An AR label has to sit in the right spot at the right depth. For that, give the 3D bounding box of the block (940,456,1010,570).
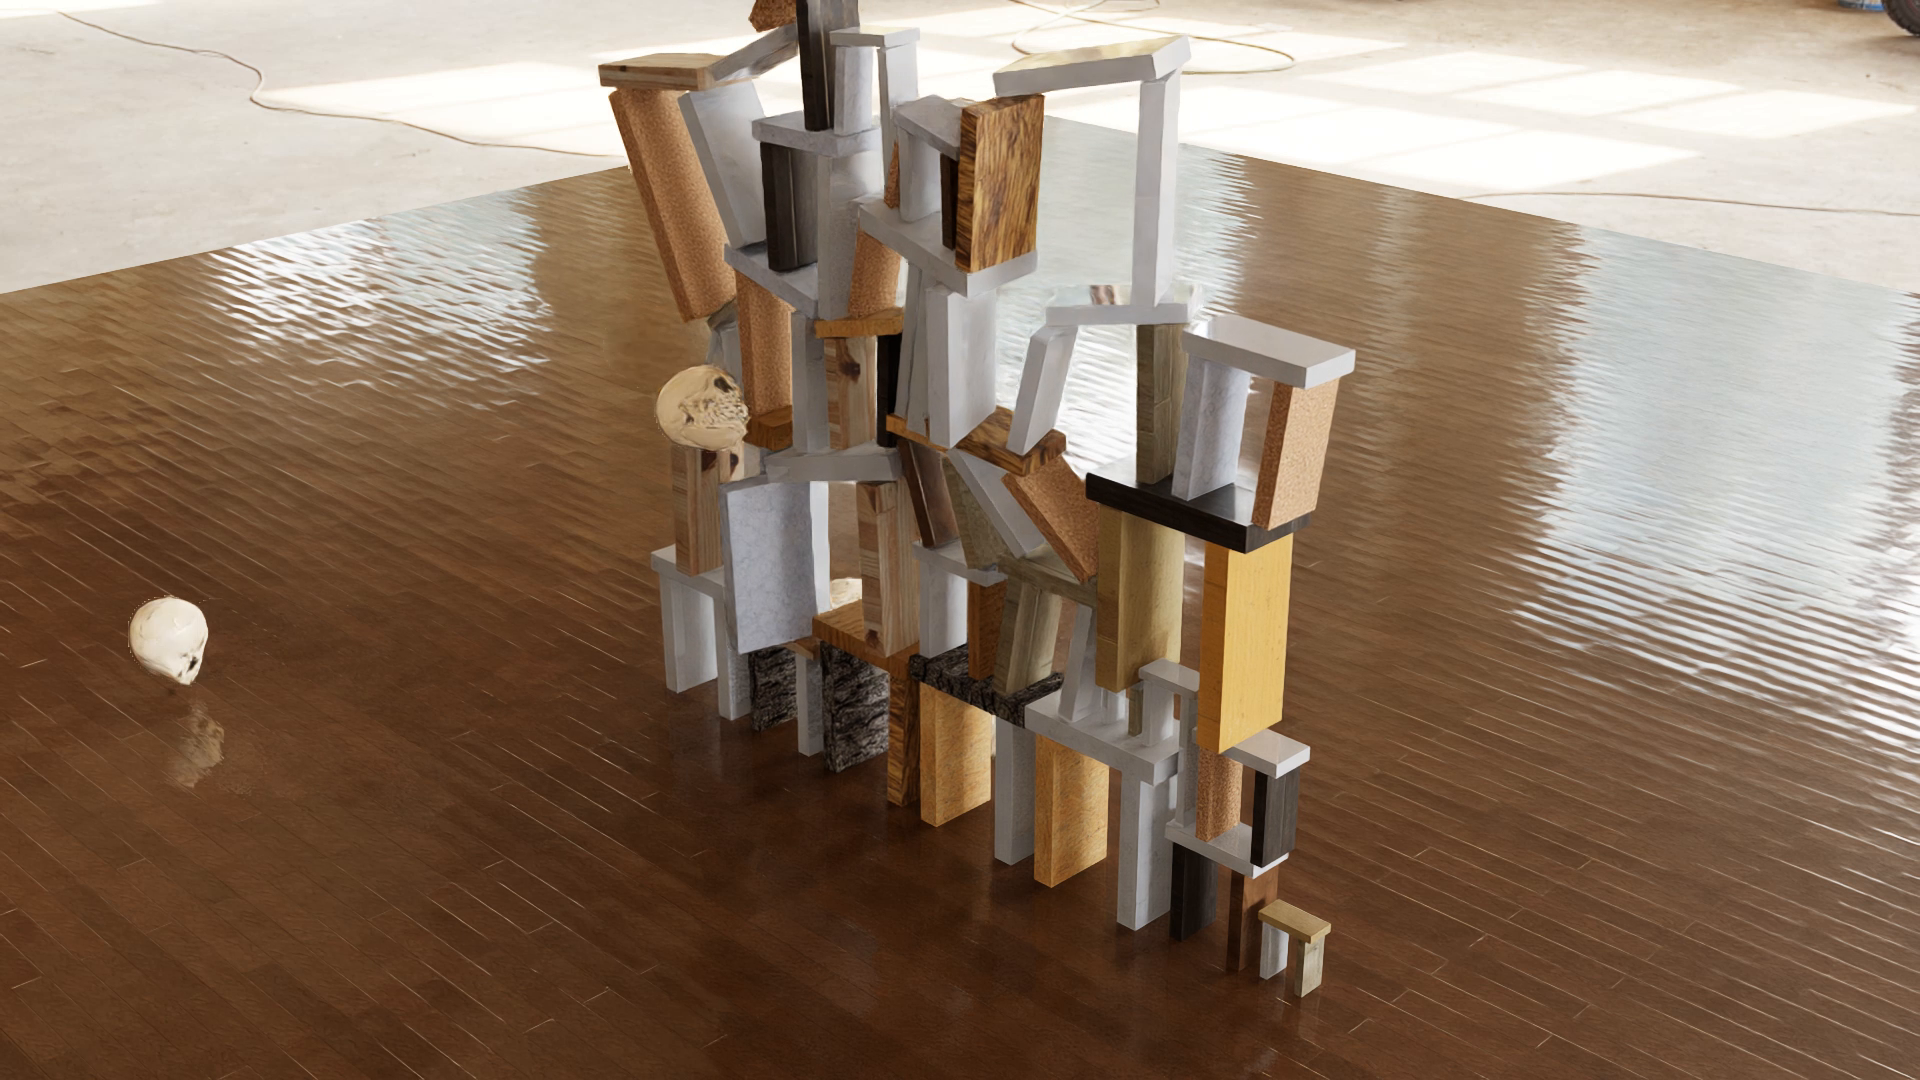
[{"bbox_3d":[0.039,-0.063,4.134,0.108,0.216,0.031,-21,11,-40],"label":"block"}]

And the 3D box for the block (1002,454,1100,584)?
[{"bbox_3d":[0.192,-0.047,3.944,0.119,0.034,0.238,-32,81,-36],"label":"block"}]

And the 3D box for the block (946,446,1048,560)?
[{"bbox_3d":[0.088,-0.093,4.036,0.119,0.238,0.034,-32,-3,-36],"label":"block"}]

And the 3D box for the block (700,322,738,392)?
[{"bbox_3d":[-0.495,-0.384,4.597,0.075,0.150,0.021,-20,52,-38],"label":"block"}]

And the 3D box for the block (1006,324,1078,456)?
[{"bbox_3d":[0.146,-0.276,3.848,0.034,0.242,0.121,27,42,18],"label":"block"}]

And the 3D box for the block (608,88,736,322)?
[{"bbox_3d":[-0.574,-0.703,4.537,0.159,0.486,0.045,-23,7,-40],"label":"block"}]

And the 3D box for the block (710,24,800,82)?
[{"bbox_3d":[-0.358,-0.937,4.207,0.121,0.034,0.243,-21,6,-41],"label":"block"}]

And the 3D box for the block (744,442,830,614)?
[{"bbox_3d":[-0.360,-0.026,4.604,0.180,0.414,0.051,-20,30,-40],"label":"block"}]

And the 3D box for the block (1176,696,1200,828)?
[{"bbox_3d":[0.417,0.387,3.928,0.018,0.261,0.064,21,31,41],"label":"block"}]

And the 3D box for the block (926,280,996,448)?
[{"bbox_3d":[0.004,-0.333,3.890,0.044,0.310,0.155,20,40,26],"label":"block"}]

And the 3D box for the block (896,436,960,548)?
[{"bbox_3d":[-0.048,-0.105,4.230,0.031,0.216,0.108,-4,14,45],"label":"block"}]

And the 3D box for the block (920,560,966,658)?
[{"bbox_3d":[-0.033,0.121,4.307,0.102,0.203,0.029,-21,31,-41],"label":"block"}]

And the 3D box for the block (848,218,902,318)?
[{"bbox_3d":[-0.157,-0.525,4.156,0.028,0.199,0.099,32,38,33],"label":"block"}]

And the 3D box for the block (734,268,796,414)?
[{"bbox_3d":[-0.379,-0.418,4.480,0.143,0.299,0.040,-20,29,-37],"label":"block"}]

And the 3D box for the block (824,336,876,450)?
[{"bbox_3d":[-0.208,-0.298,4.311,0.032,0.225,0.112,18,29,41],"label":"block"}]

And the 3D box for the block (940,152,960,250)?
[{"bbox_3d":[0.011,-0.590,3.746,0.090,0.179,0.025,-29,47,-29],"label":"block"}]

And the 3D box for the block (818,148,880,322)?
[{"bbox_3d":[-0.211,-0.586,4.185,0.126,0.322,0.036,-22,35,-39],"label":"block"}]

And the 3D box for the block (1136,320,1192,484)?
[{"bbox_3d":[0.346,-0.250,3.739,0.034,0.288,0.121,15,30,33],"label":"block"}]

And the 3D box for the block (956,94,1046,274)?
[{"bbox_3d":[0.066,-0.598,3.665,0.144,0.288,0.041,-24,44,-32],"label":"block"}]

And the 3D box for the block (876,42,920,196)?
[{"bbox_3d":[-0.107,-0.752,3.994,0.023,0.293,0.081,19,33,37],"label":"block"}]

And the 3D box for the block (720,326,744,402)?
[{"bbox_3d":[-0.450,-0.369,4.556,0.021,0.150,0.075,11,24,43],"label":"block"}]

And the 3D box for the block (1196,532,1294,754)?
[{"bbox_3d":[0.488,0.159,3.767,0.050,0.383,0.175,21,31,41],"label":"block"}]

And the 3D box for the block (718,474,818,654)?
[{"bbox_3d":[-0.393,0.043,4.516,0.180,0.359,0.051,-14,26,-25],"label":"block"}]

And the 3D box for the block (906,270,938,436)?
[{"bbox_3d":[-0.019,-0.401,4.064,0.044,0.396,0.155,22,31,27],"label":"block"}]

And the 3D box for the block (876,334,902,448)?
[{"bbox_3d":[-0.107,-0.297,4.220,0.112,0.225,0.032,-22,35,-38],"label":"block"}]

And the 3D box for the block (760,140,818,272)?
[{"bbox_3d":[-0.319,-0.659,4.277,0.126,0.253,0.036,-21,29,-38],"label":"block"}]

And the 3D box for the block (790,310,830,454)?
[{"bbox_3d":[-0.267,-0.326,4.354,0.040,0.285,0.143,22,32,37],"label":"block"}]

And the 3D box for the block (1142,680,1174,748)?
[{"bbox_3d":[0.357,0.302,3.958,0.018,0.129,0.064,21,31,41],"label":"block"}]

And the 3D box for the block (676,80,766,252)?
[{"bbox_3d":[-0.432,-0.747,4.369,0.159,0.319,0.045,-23,4,-39],"label":"block"}]

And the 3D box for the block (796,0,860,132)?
[{"bbox_3d":[-0.242,-0.927,4.075,0.121,0.318,0.034,-23,30,-38],"label":"block"}]

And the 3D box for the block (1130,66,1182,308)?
[{"bbox_3d":[0.319,-0.577,3.580,0.041,0.365,0.144,7,24,14],"label":"block"}]

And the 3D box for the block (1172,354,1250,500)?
[{"bbox_3d":[0.422,-0.202,3.672,0.127,0.254,0.036,-22,37,-40],"label":"block"}]

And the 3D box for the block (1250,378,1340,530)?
[{"bbox_3d":[0.543,-0.151,3.562,0.127,0.254,0.036,-22,39,-40],"label":"block"}]

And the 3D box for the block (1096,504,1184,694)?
[{"bbox_3d":[0.322,0.080,3.913,0.050,0.351,0.175,21,31,41],"label":"block"}]

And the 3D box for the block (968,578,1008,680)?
[{"bbox_3d":[0.063,0.159,4.218,0.029,0.203,0.102,22,31,40],"label":"block"}]

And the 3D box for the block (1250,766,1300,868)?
[{"bbox_3d":[0.549,0.470,3.829,0.093,0.185,0.026,-21,31,-40],"label":"block"}]

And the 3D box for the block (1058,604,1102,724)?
[{"bbox_3d":[0.251,0.206,4.025,0.125,0.250,0.035,-22,42,-41],"label":"block"}]

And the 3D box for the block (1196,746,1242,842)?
[{"bbox_3d":[0.462,0.436,3.909,0.026,0.185,0.093,21,31,41],"label":"block"}]

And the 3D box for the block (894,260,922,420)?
[{"bbox_3d":[-0.062,-0.407,4.116,0.028,0.368,0.099,31,38,35],"label":"block"}]

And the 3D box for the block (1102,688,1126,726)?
[{"bbox_3d":[0.282,0.286,4.035,0.049,0.097,0.014,-21,31,-41],"label":"block"}]

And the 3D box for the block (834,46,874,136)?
[{"bbox_3d":[-0.195,-0.832,4.047,0.023,0.163,0.081,21,31,32],"label":"block"}]

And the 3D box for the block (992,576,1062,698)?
[{"bbox_3d":[0.131,0.162,4.137,0.125,0.257,0.035,-23,42,-40],"label":"block"}]

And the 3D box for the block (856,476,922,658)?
[{"bbox_3d":[-0.118,0.035,4.354,0.051,0.359,0.180,15,27,37],"label":"block"}]

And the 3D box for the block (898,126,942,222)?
[{"bbox_3d":[-0.062,-0.648,3.820,0.090,0.179,0.025,-29,48,-29],"label":"block"}]

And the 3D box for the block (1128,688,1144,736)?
[{"bbox_3d":[0.328,0.304,3.993,0.014,0.097,0.049,21,31,41],"label":"block"}]

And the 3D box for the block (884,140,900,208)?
[{"bbox_3d":[-0.090,-0.649,3.857,0.070,0.139,0.020,-26,60,-29],"label":"block"}]
